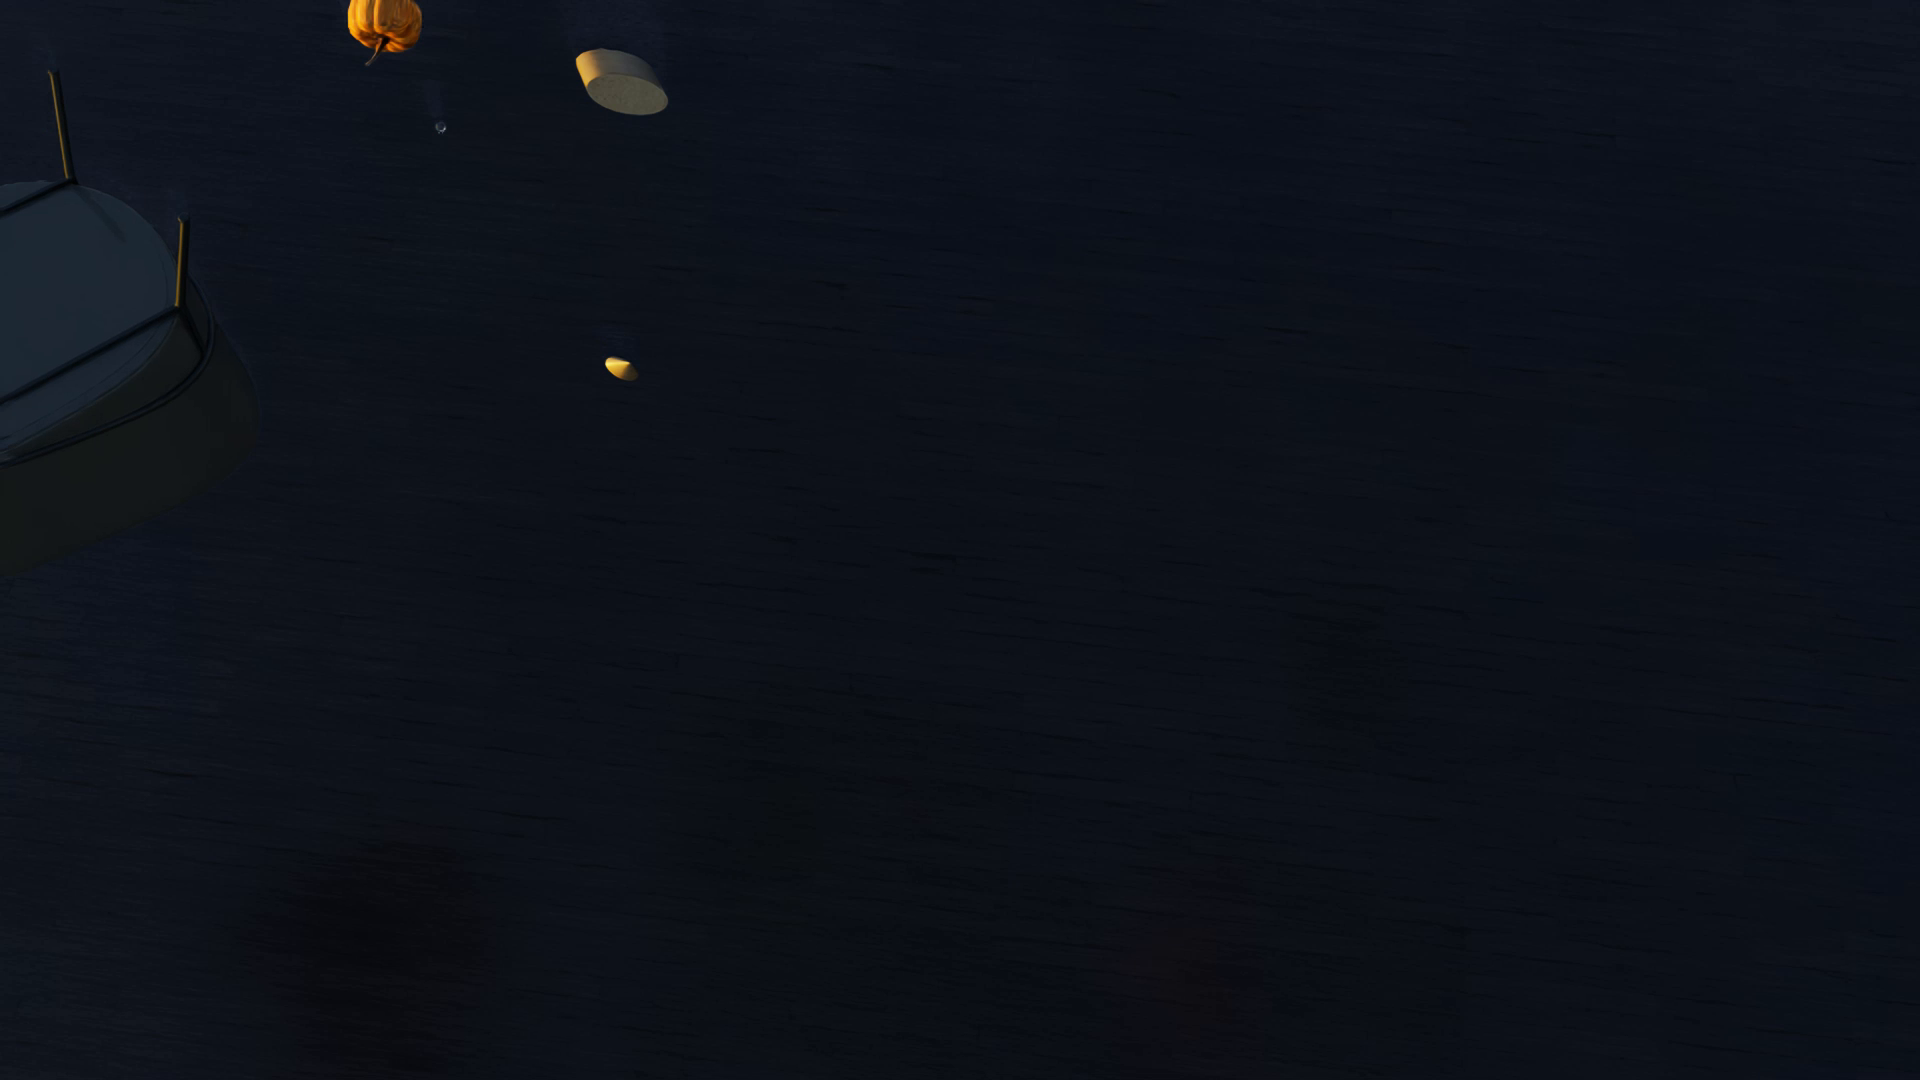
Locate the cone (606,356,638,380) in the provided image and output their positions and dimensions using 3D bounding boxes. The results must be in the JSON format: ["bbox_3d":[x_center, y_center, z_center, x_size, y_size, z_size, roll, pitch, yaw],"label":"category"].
[{"bbox_3d":[-0.680,-0.354,4.476,0.074,0.060,0.042,28,73,-18],"label":"cone"}]
